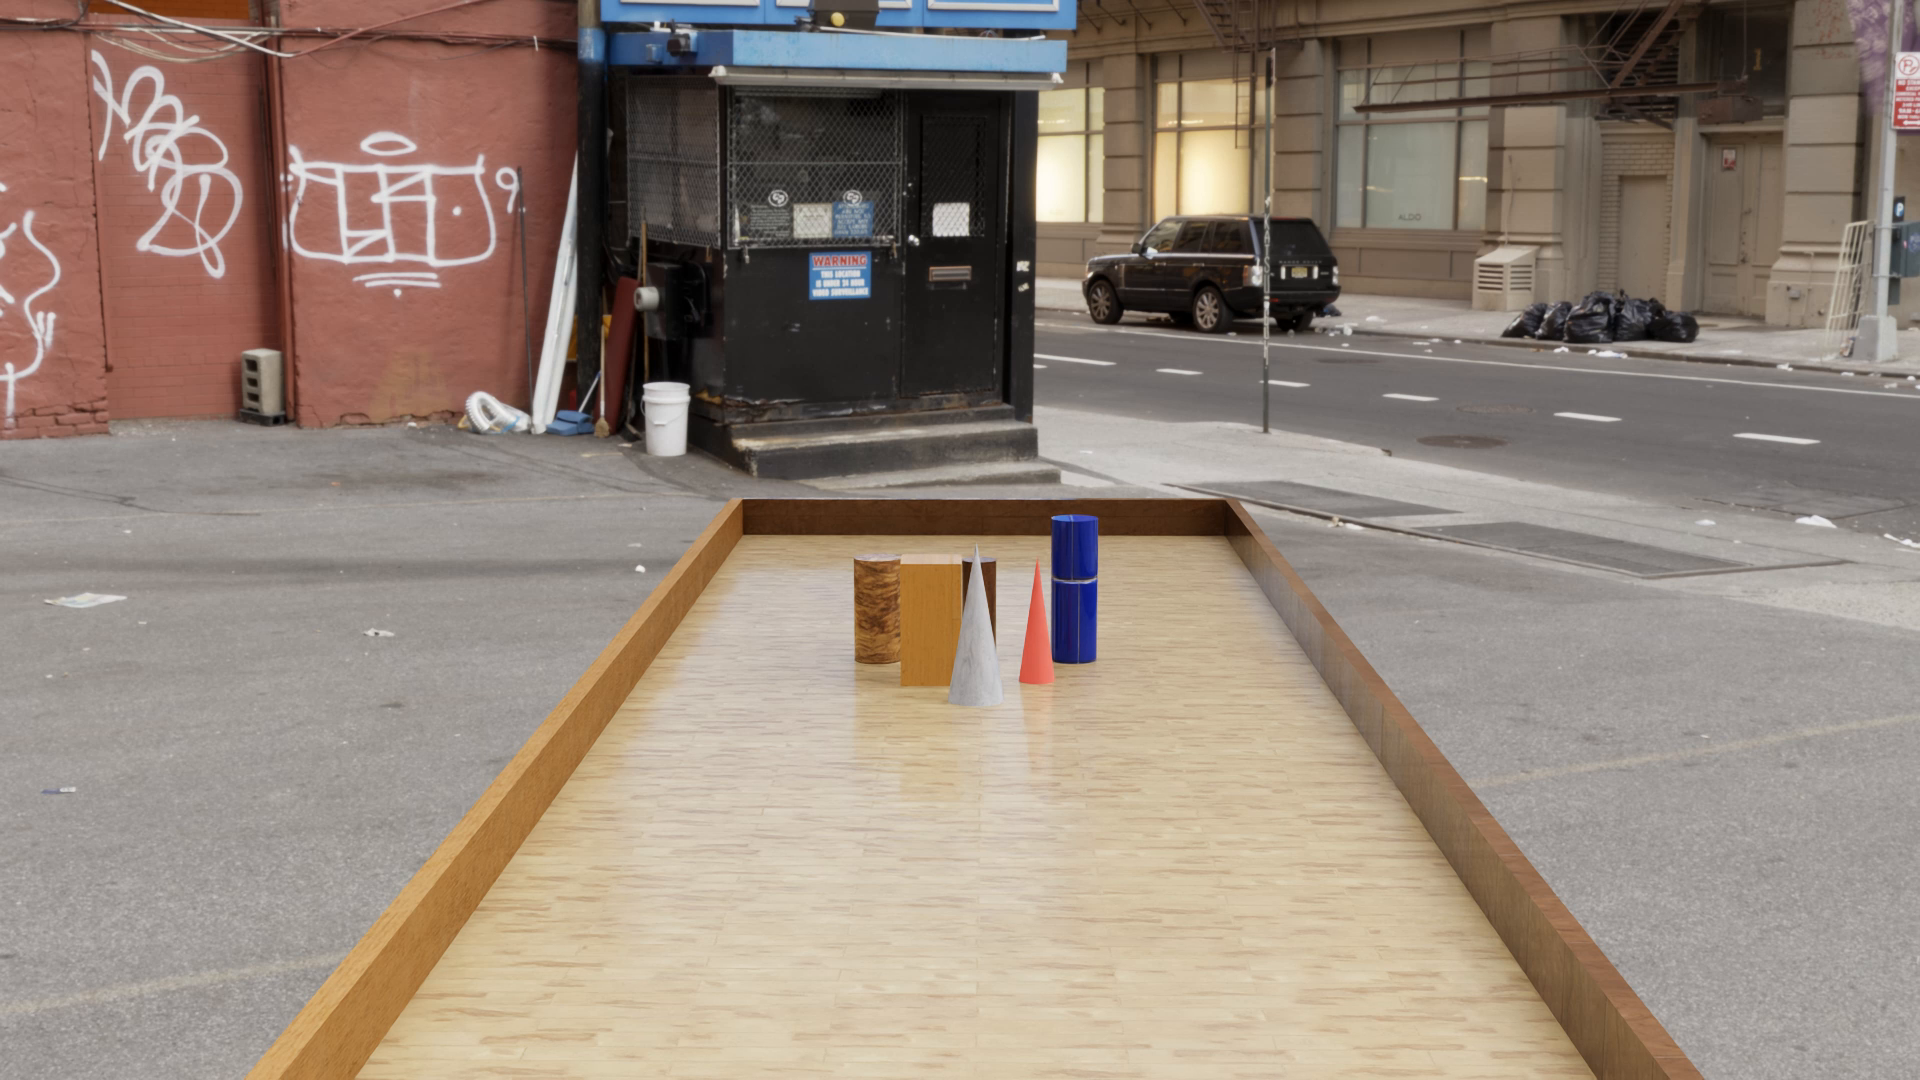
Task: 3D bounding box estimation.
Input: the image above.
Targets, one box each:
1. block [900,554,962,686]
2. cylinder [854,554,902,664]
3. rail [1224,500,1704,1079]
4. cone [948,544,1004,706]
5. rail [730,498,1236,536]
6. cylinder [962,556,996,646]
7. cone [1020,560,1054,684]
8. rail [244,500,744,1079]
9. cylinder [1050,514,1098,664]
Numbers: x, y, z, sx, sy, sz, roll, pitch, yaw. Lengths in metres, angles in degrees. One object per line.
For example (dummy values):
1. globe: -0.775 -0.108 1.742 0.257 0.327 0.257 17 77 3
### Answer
1. block: -0.083 0.232 6.407 0.175 0.357 0.175 0 9 0
2. cylinder: -0.249 0.208 6.686 0.146 0.316 0.146 0 9 0
3. rail: 1.046 0.843 3.208 0.050 0.150 12.000 0 9 1
4. cone: 0.045 0.226 6.140 0.161 0.452 0.161 0 9 0
5. rail: 0.099 -0.098 9.147 2.100 0.150 0.050 0 9 1
6. cylinder: 0.058 0.212 6.680 0.105 0.310 0.105 0 9 0
7. cone: 0.225 0.226 6.394 0.106 0.371 0.106 0 9 0
8. rail: -1.004 0.839 3.234 0.050 0.150 12.000 0 9 1
9. cylinder: 0.347 0.149 6.673 0.142 0.436 0.142 0 9 0
